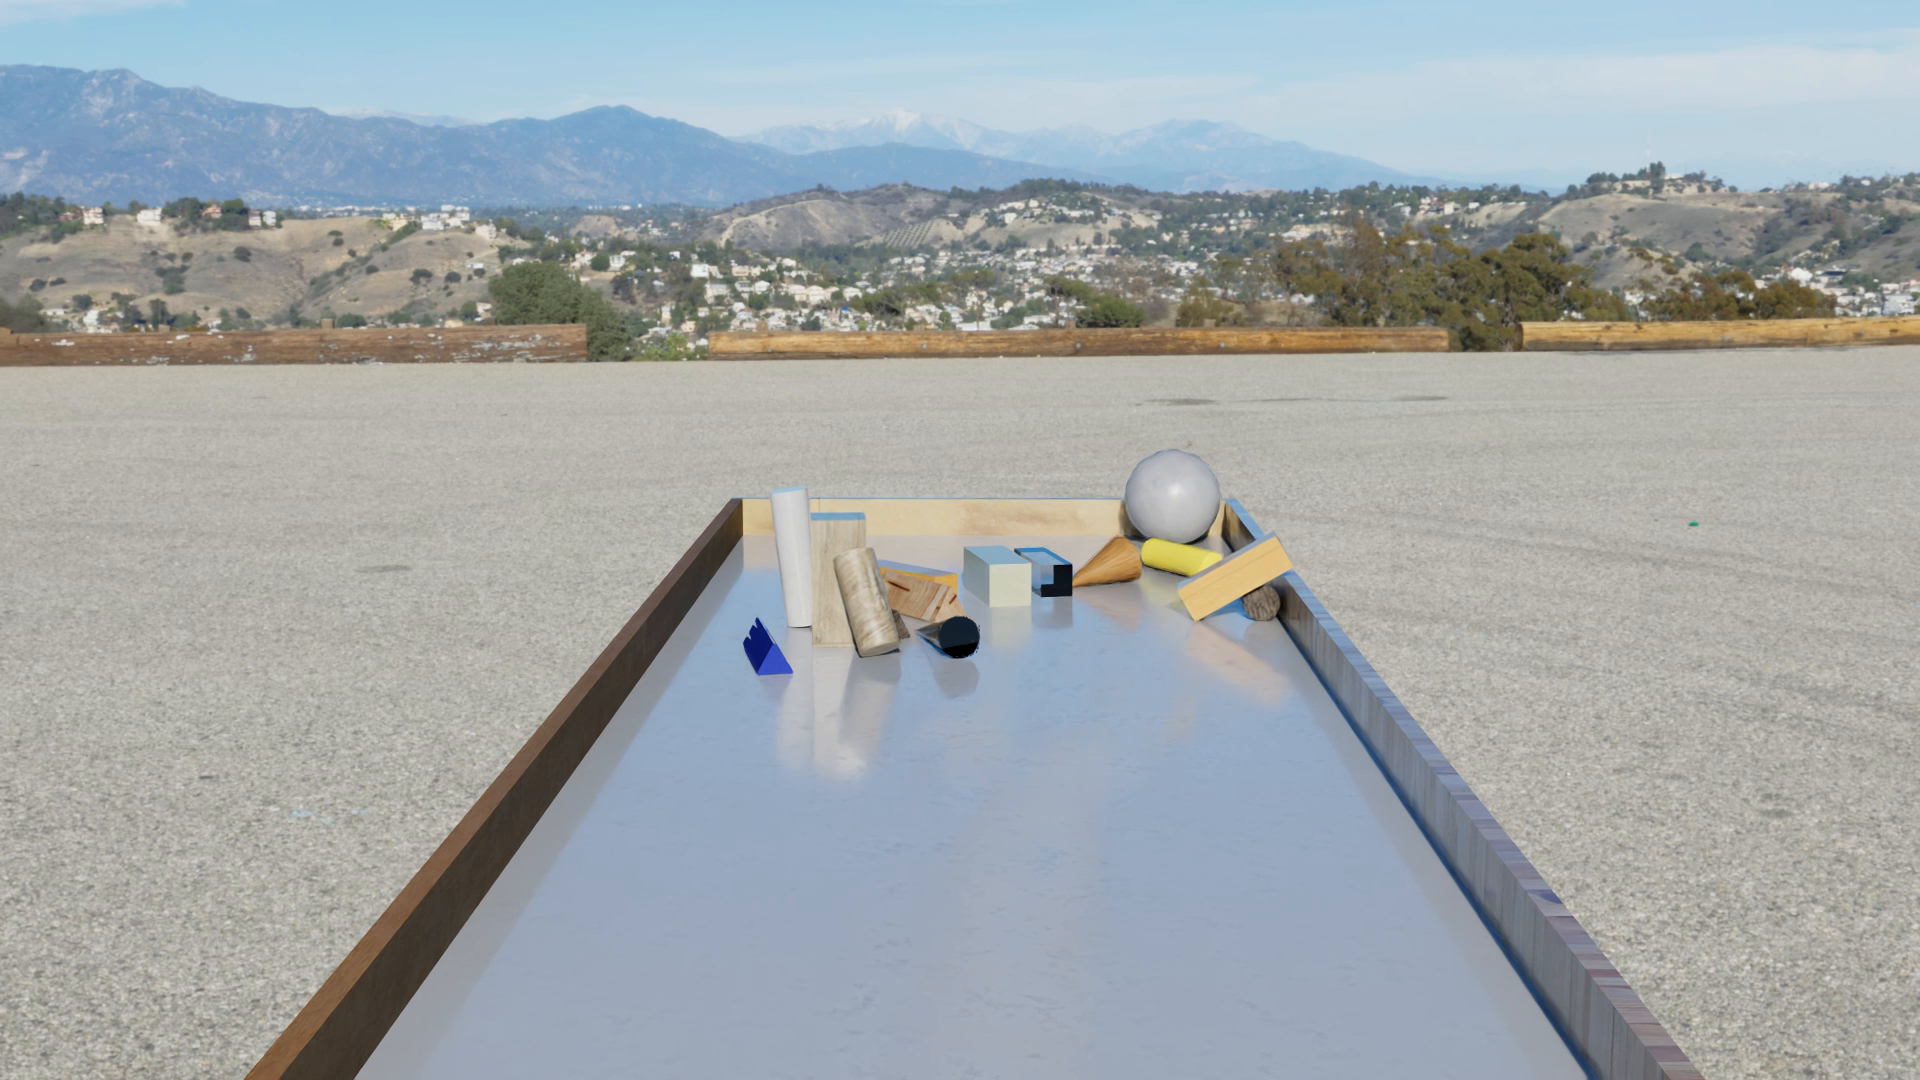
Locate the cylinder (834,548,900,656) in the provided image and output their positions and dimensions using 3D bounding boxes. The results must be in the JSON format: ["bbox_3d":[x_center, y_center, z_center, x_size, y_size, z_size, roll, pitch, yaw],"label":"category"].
[{"bbox_3d":[-0.286,0.190,6.739,0.131,0.310,0.131,-16,-14,-4],"label":"cylinder"}]

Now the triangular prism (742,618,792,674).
[{"bbox_3d":[-0.590,0.317,6.699,0.106,0.092,0.428,-2,9,-11],"label":"triangular prism"}]

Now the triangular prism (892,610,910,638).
[{"bbox_3d":[-0.333,0.240,7.183,0.106,0.092,0.457,-6,11,-35],"label":"triangular prism"}]

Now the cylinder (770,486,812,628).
[{"bbox_3d":[-0.534,0.054,7.207,0.126,0.445,0.126,-7,8,1],"label":"cylinder"}]

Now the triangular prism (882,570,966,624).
[{"bbox_3d":[-0.142,0.187,7.438,0.135,0.117,0.385,-6,11,-35],"label":"triangular prism"}]

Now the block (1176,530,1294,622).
[{"bbox_3d":[0.914,0.120,7.319,0.371,0.121,0.121,-30,5,9],"label":"block"}]

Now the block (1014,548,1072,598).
[{"bbox_3d":[0.298,0.114,7.922,0.115,0.115,0.383,-2,9,-13],"label":"block"}]

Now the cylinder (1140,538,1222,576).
[{"bbox_3d":[0.828,0.074,8.194,0.109,0.109,0.387,-5,10,-29],"label":"cylinder"}]

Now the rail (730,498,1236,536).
[{"bbox_3d":[0.099,-0.098,9.147,2.100,0.150,0.050,0,9,1],"label":"rail"}]

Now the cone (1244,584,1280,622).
[{"bbox_3d":[1.040,0.213,7.476,0.122,0.122,0.348,2,-1,13],"label":"cone"}]

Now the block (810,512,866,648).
[{"bbox_3d":[-0.382,0.125,6.933,0.171,0.403,0.171,-1,9,-5],"label":"block"}]

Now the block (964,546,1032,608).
[{"bbox_3d":[0.129,0.125,7.751,0.147,0.147,0.399,-2,9,-13],"label":"block"}]

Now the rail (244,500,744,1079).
[{"bbox_3d":[-1.004,0.839,3.234,0.050,0.150,12.000,0,9,1],"label":"rail"}]

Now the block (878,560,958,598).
[{"bbox_3d":[-0.185,0.152,7.700,0.109,0.109,0.399,-8,12,-43],"label":"block"}]

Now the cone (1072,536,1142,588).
[{"bbox_3d":[0.486,0.121,7.977,0.304,0.176,0.176,-24,20,-27],"label":"cone"}]

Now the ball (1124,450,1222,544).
[{"bbox_3d":[0.857,-0.172,8.860,0.387,0.387,0.387,0,9,0],"label":"ball"}]

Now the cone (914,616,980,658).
[{"bbox_3d":[-0.076,0.295,6.939,0.130,0.130,0.454,-3,1,-19],"label":"cone"}]

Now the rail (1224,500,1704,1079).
[{"bbox_3d":[1.046,0.843,3.208,0.050,0.150,12.000,0,9,1],"label":"rail"}]
